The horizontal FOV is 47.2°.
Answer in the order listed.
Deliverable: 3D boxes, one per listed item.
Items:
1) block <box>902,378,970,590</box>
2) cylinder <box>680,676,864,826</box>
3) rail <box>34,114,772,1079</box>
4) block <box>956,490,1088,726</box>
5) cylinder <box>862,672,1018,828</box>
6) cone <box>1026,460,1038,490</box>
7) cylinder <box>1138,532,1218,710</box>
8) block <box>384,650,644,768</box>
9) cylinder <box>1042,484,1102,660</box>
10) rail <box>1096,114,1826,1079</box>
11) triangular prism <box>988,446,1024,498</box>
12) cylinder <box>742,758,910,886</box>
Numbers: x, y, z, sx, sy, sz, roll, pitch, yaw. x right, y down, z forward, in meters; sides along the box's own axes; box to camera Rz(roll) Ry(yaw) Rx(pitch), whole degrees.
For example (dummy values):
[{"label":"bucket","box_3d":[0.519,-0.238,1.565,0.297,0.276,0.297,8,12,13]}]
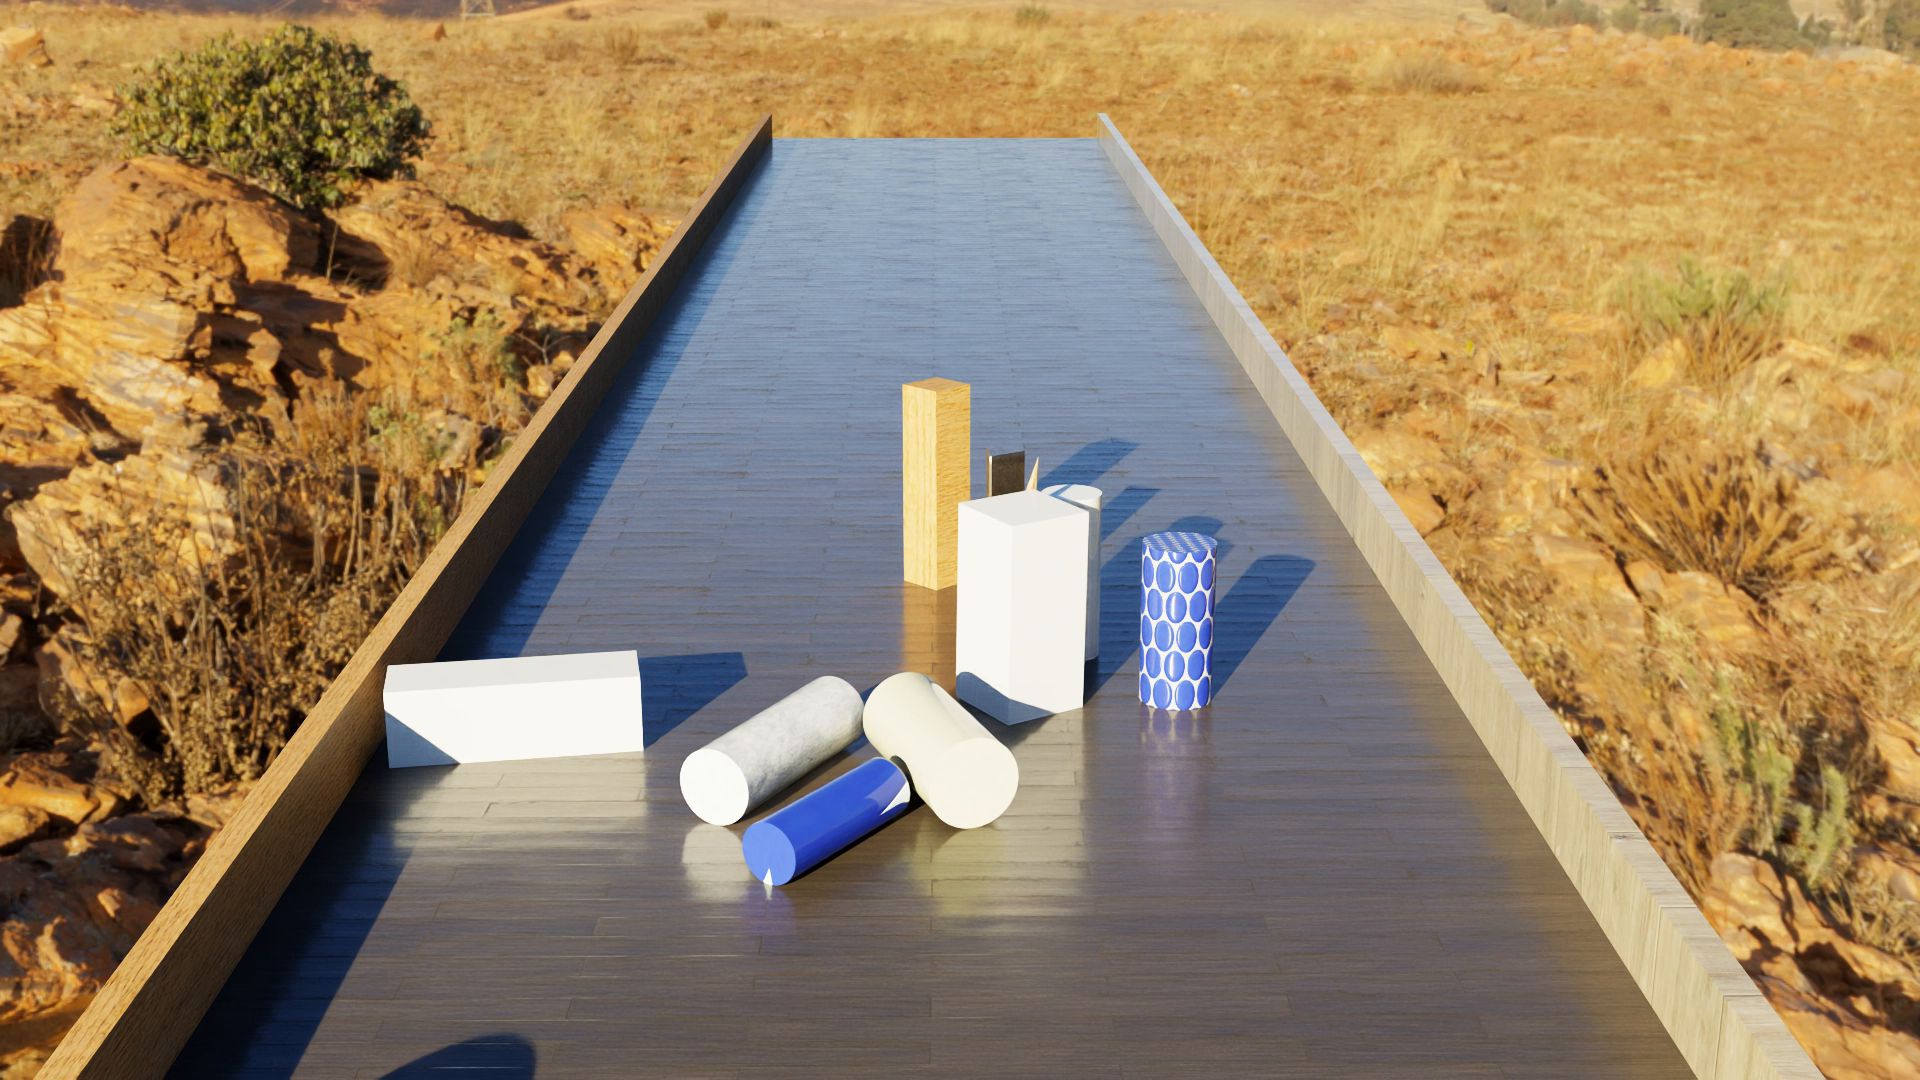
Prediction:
[{"label":"block","box_3d":[-0.051,-0.125,4.861,0.104,0.448,0.104,16,23,43]},{"label":"cylinder","box_3d":[-0.316,0.358,3.790,0.133,0.133,0.392,8,18,26]},{"label":"rail","box_3d":[-1.118,-0.838,7.780,0.050,0.150,12.000,0,17,-1]},{"label":"block","box_3d":[0.115,0.123,4.127,0.173,0.386,0.173,-11,21,-33]},{"label":"cylinder","box_3d":[-0.037,0.354,3.756,0.159,0.159,0.335,-6,18,-20]},{"label":"cone","box_3d":[0.109,0.046,4.263,0.135,0.444,0.135,10,19,-4]},{"label":"cylinder","box_3d":[0.412,0.153,4.170,0.140,0.310,0.140,0,17,0]},{"label":"block","box_3d":[-0.801,0.303,3.961,0.444,0.142,0.142,-3,17,-10]},{"label":"cylinder","box_3d":[0.222,0.067,4.413,0.120,0.336,0.120,0,17,0]},{"label":"rail","box_3d":[0.932,-0.844,7.801,0.050,0.150,12.000,0,17,-1]},{"label":"triangular prism","box_3d":[0.079,-0.020,4.670,0.087,0.355,0.076,-11,20,-32]},{"label":"cylinder","box_3d":[-0.212,0.449,3.535,0.104,0.104,0.314,10,19,31]}]
